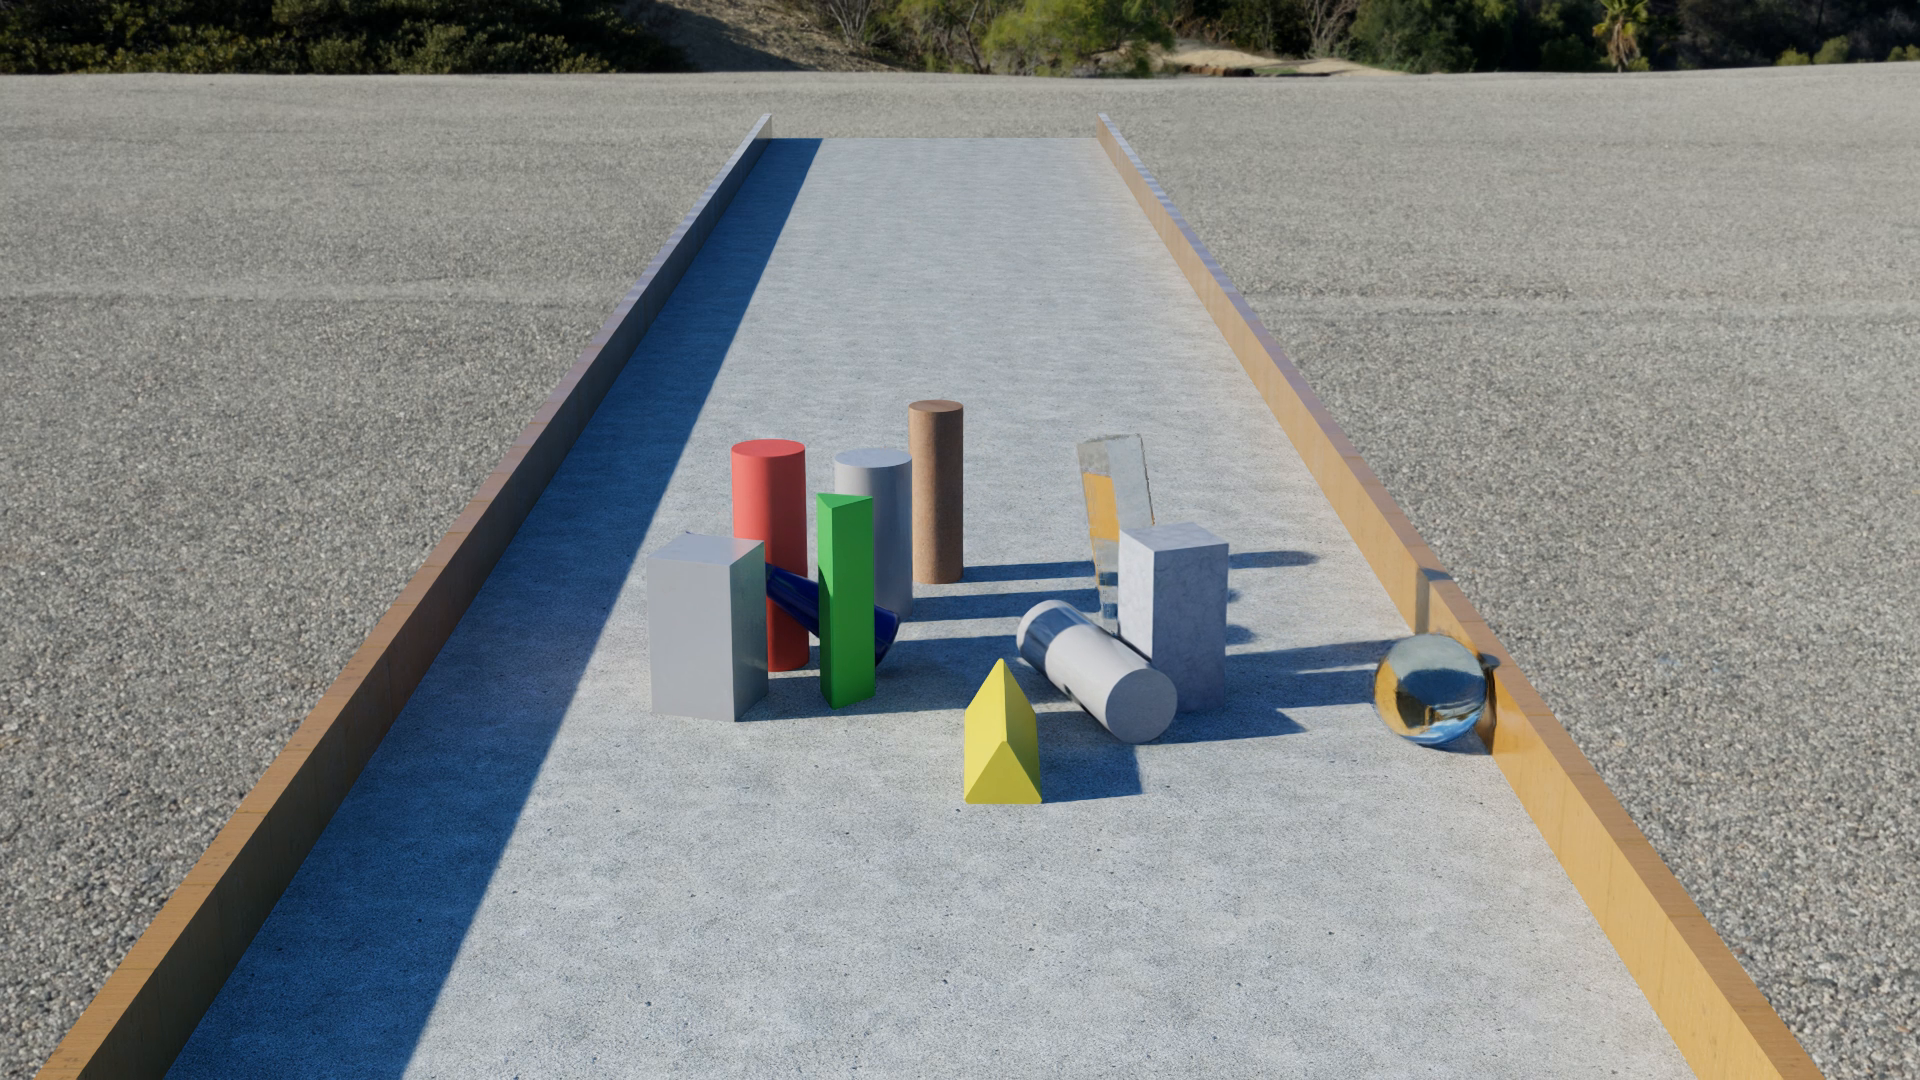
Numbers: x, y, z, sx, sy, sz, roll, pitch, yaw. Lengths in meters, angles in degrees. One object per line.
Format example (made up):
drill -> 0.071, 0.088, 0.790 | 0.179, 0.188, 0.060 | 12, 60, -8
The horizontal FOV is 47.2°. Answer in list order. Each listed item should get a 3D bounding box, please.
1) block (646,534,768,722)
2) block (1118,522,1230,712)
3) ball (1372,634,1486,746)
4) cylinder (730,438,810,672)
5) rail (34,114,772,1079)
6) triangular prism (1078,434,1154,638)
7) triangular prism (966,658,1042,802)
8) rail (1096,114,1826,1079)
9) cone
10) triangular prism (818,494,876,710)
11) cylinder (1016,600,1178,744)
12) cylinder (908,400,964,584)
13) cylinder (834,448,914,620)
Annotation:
block -> -0.474, 0.163, 4.143 | 0.168, 0.305, 0.168 | 5, 17, 17
block -> 0.400, 0.148, 4.162 | 0.153, 0.323, 0.153 | -6, 18, -19
ball -> 0.847, 0.269, 3.967 | 0.202, 0.202, 0.202 | 0, 17, 0
cylinder -> -0.375, 0.030, 4.355 | 0.144, 0.439, 0.144 | 0, 17, 0
rail -> -1.118, -0.838, 7.780 | 0.050, 0.150, 12.000 | 0, 17, -1
triangular prism -> 0.325, 0.026, 4.323 | 0.124, 0.459, 0.107 | -8, 6, 4
triangular prism -> 0.075, 0.332, 3.904 | 0.129, 0.112, 0.409 | 0, 17, 0
rail -> 0.932, -0.844, 7.801 | 0.050, 0.150, 12.000 | 0, 17, -1
cone -> -0.342, 0.093, 4.268 | 0.455, 0.138, 0.138 | 31, 8, -18
triangular prism -> -0.234, 0.110, 4.162 | 0.094, 0.395, 0.108 | 16, 23, 42
cylinder -> 0.253, 0.243, 4.158 | 0.143, 0.143, 0.425 | -6, 18, -20
cylinder -> -0.053, -0.107, 4.896 | 0.121, 0.393, 0.121 | 0, 17, 0
cylinder -> -0.182, -0.009, 4.660 | 0.164, 0.341, 0.164 | 0, 17, 0
